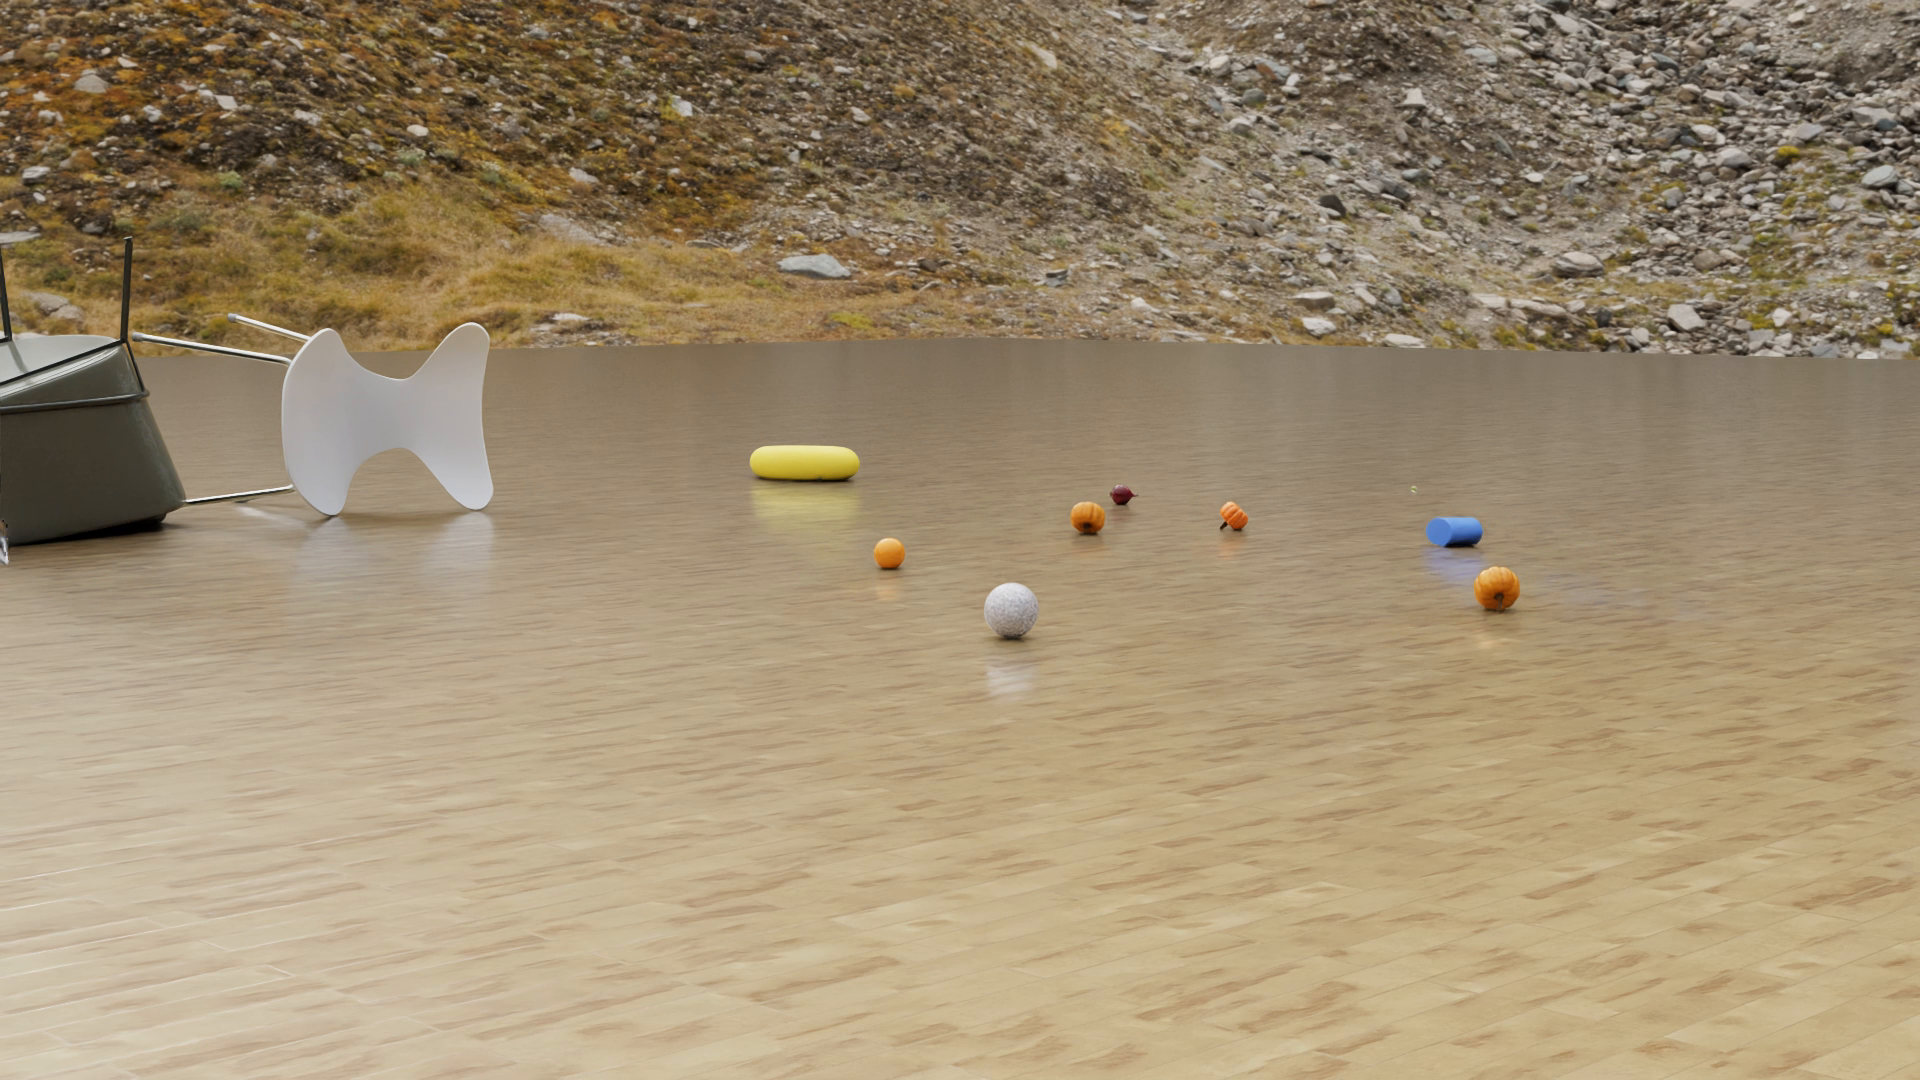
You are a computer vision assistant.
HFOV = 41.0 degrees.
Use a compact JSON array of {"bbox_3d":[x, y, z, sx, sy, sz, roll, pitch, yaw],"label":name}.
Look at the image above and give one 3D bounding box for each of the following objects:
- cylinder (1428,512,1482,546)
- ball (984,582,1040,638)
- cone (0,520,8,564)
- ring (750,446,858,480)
[{"bbox_3d":[1.211,-0.021,6.286,0.093,0.068,0.102,-20,3,-16],"label":"cylinder"},{"bbox_3d":[0.094,0.128,4.676,0.101,0.101,0.101,0,6,0],"label":"ball"},{"bbox_3d":[-2.250,0.020,5.932,0.215,0.119,0.202,27,11,40],"label":"cone"},{"bbox_3d":[-0.506,-0.251,8.347,0.405,0.105,0.235,3,5,32],"label":"ring"}]
